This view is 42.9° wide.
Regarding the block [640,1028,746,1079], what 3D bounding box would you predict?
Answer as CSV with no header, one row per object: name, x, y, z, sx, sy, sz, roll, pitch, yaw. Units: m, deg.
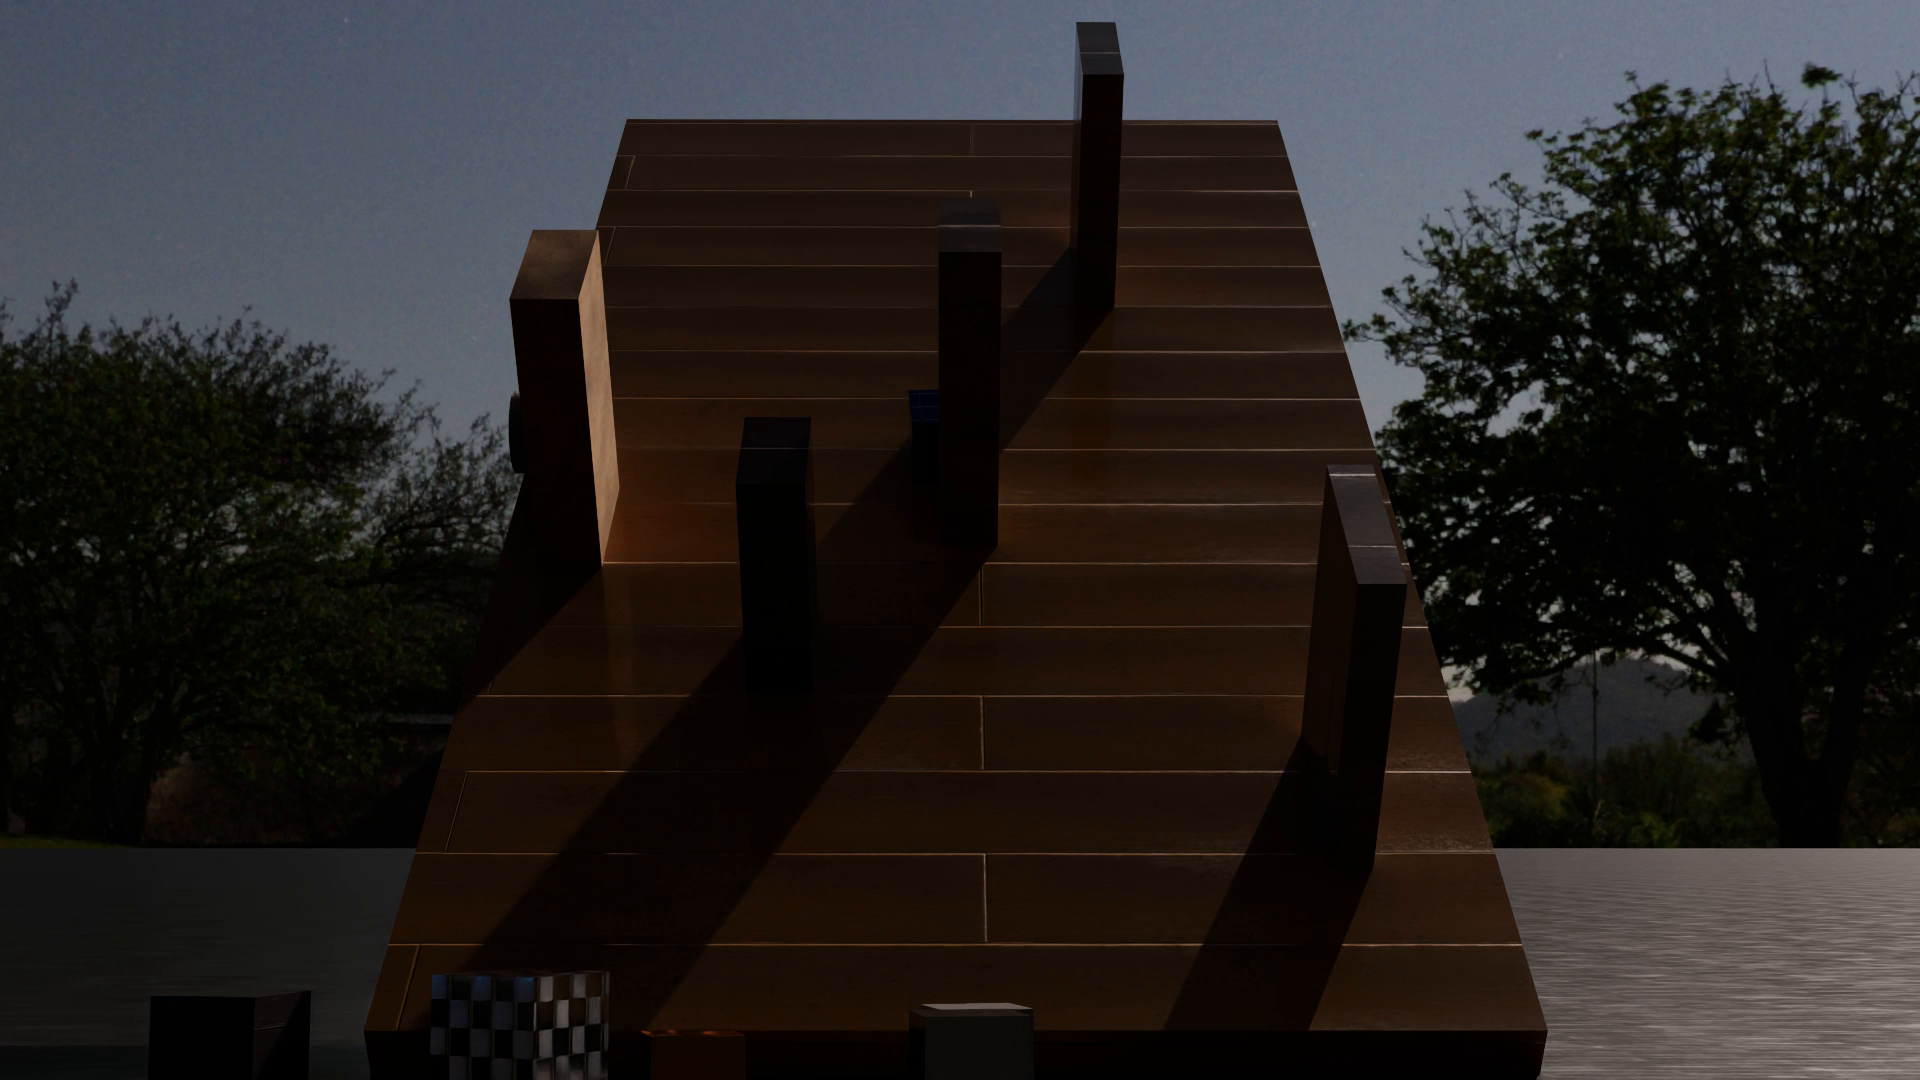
block,-0.371,0.749,3.389,0.130,0.130,0.130,2,-7,-14

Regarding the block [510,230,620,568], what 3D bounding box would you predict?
block,-0.854,-0.306,5.324,0.141,0.652,0.336,0,32,0

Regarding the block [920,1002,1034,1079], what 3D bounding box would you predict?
block,0.026,0.789,3.757,0.142,0.142,0.142,2,-7,-14

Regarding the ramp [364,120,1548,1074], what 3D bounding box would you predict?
ramp,-0.015,-0.190,5.853,2.000,0.100,4.000,0,32,0

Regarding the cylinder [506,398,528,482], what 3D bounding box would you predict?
cylinder,-0.934,-0.251,5.669,0.192,0.192,0.192,-13,-4,-13

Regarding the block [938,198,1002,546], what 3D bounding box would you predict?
block,0.019,-0.364,5.362,0.131,0.717,0.274,0,32,0

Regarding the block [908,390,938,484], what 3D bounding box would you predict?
block,-0.036,-0.243,5.694,0.159,0.159,0.159,-2,32,-4

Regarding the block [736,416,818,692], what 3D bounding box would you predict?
block,-0.366,0.030,4.940,0.133,0.492,0.263,0,32,0

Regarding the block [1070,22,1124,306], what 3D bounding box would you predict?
block,0.355,-0.986,6.426,0.103,0.645,0.371,0,32,0

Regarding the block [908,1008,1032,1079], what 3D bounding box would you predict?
block,0.013,0.752,3.495,0.151,0.151,0.151,1,-7,-10

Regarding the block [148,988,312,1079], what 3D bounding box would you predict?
block,-1.091,0.763,3.659,0.169,0.169,0.169,-2,-7,13

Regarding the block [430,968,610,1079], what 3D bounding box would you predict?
block,-0.677,0.764,3.766,0.193,0.193,0.193,-4,-8,27

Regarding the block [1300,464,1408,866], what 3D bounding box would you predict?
block,0.719,0.230,4.507,0.085,0.620,0.403,0,32,0
